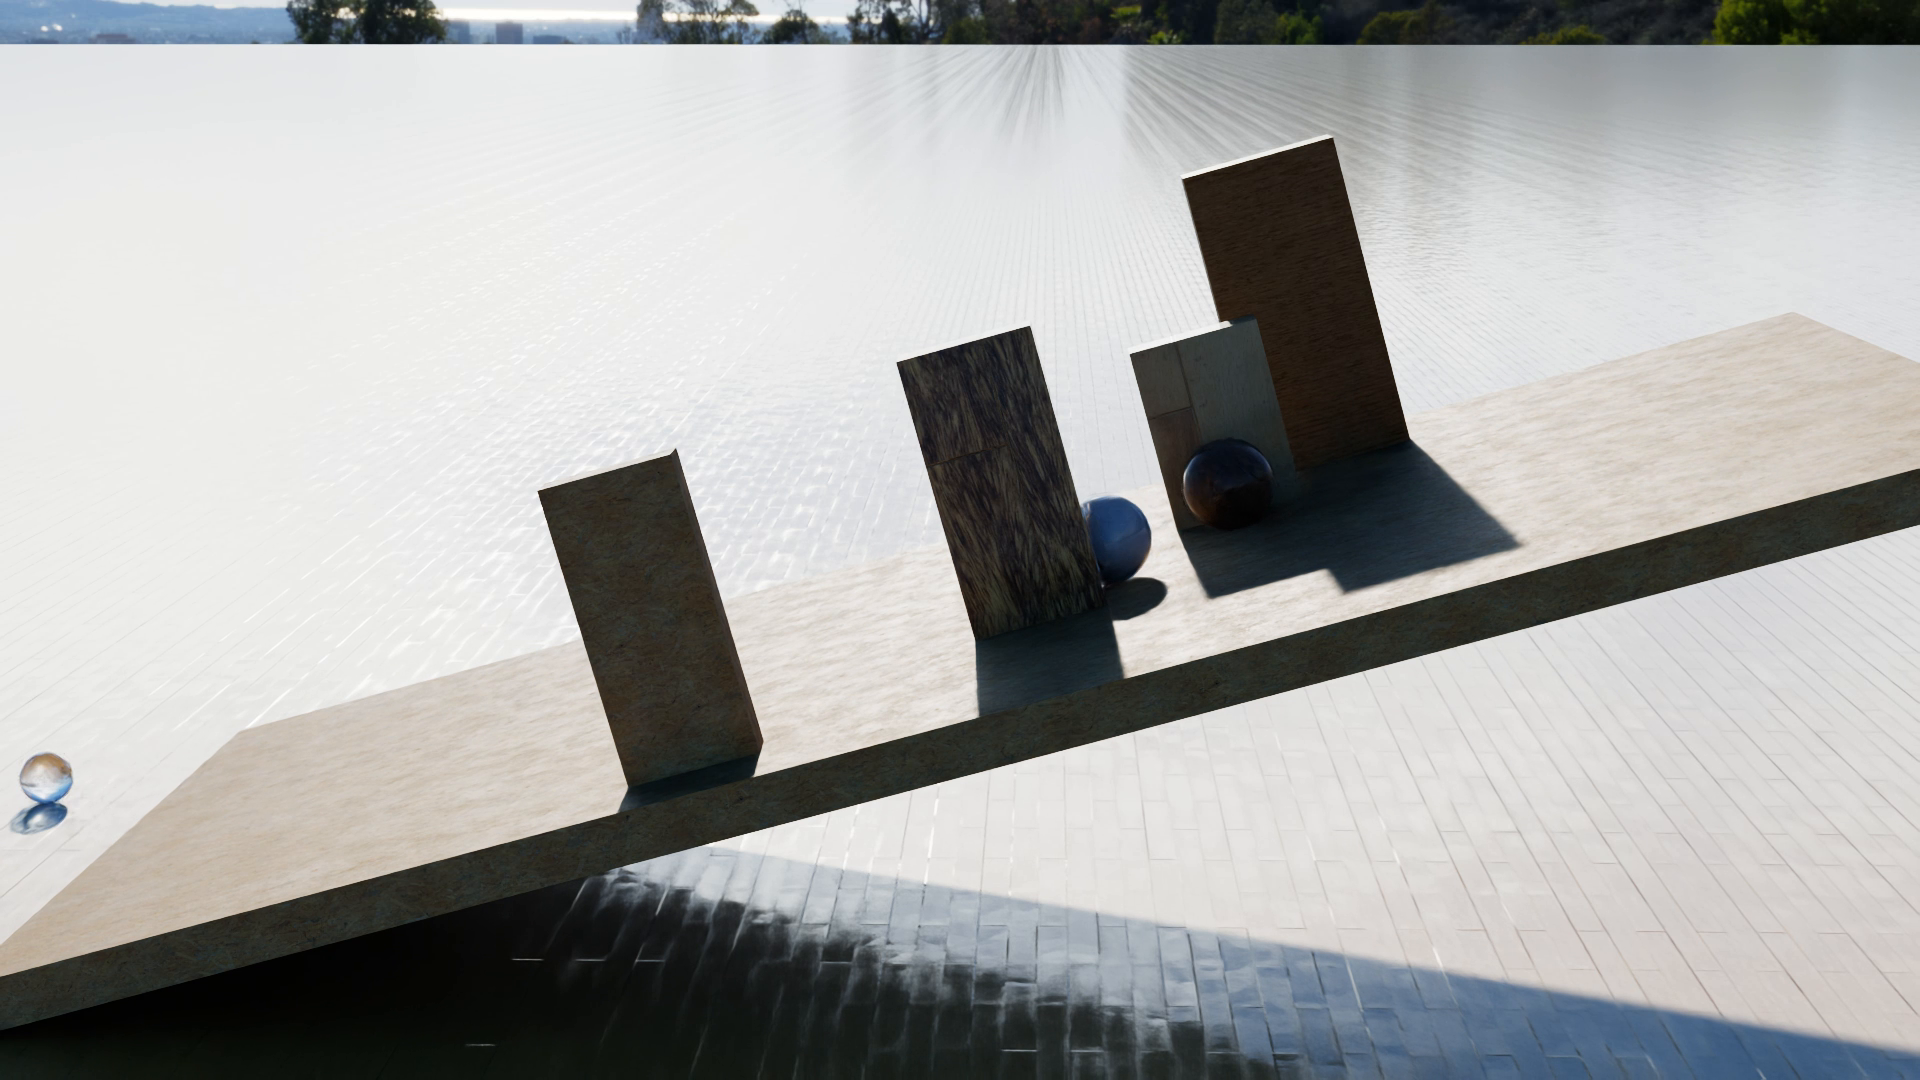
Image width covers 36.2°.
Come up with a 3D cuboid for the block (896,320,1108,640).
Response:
[{"bbox_3d":[0.087,-0.122,6.009,0.280,0.594,0.111,-15,9,4],"label":"block"}]

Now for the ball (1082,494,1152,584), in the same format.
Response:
[{"bbox_3d":[0.308,-0.001,6.176,0.190,0.190,0.190,0,10,0],"label":"ball"}]

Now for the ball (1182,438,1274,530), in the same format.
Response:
[{"bbox_3d":[0.584,-0.122,6.394,0.200,0.200,0.200,0,10,0],"label":"ball"}]

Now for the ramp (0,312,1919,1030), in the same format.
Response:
[{"bbox_3d":[0.084,0.190,6.326,4.000,0.100,2.000,-15,9,4],"label":"ramp"}]

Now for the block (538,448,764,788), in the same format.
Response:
[{"bbox_3d":[-0.582,0.147,5.556,0.260,0.590,0.089,-15,9,4],"label":"block"}]

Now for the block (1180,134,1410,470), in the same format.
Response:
[{"bbox_3d":[0.786,-0.546,6.903,0.357,0.730,0.142,-15,9,4],"label":"block"}]

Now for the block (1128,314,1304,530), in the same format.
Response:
[{"bbox_3d":[0.571,-0.263,6.584,0.290,0.413,0.113,-15,9,4],"label":"block"}]

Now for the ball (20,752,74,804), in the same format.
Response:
[{"bbox_3d":[-2.214,0.576,7.129,0.127,0.127,0.127,0,10,0],"label":"ball"}]
